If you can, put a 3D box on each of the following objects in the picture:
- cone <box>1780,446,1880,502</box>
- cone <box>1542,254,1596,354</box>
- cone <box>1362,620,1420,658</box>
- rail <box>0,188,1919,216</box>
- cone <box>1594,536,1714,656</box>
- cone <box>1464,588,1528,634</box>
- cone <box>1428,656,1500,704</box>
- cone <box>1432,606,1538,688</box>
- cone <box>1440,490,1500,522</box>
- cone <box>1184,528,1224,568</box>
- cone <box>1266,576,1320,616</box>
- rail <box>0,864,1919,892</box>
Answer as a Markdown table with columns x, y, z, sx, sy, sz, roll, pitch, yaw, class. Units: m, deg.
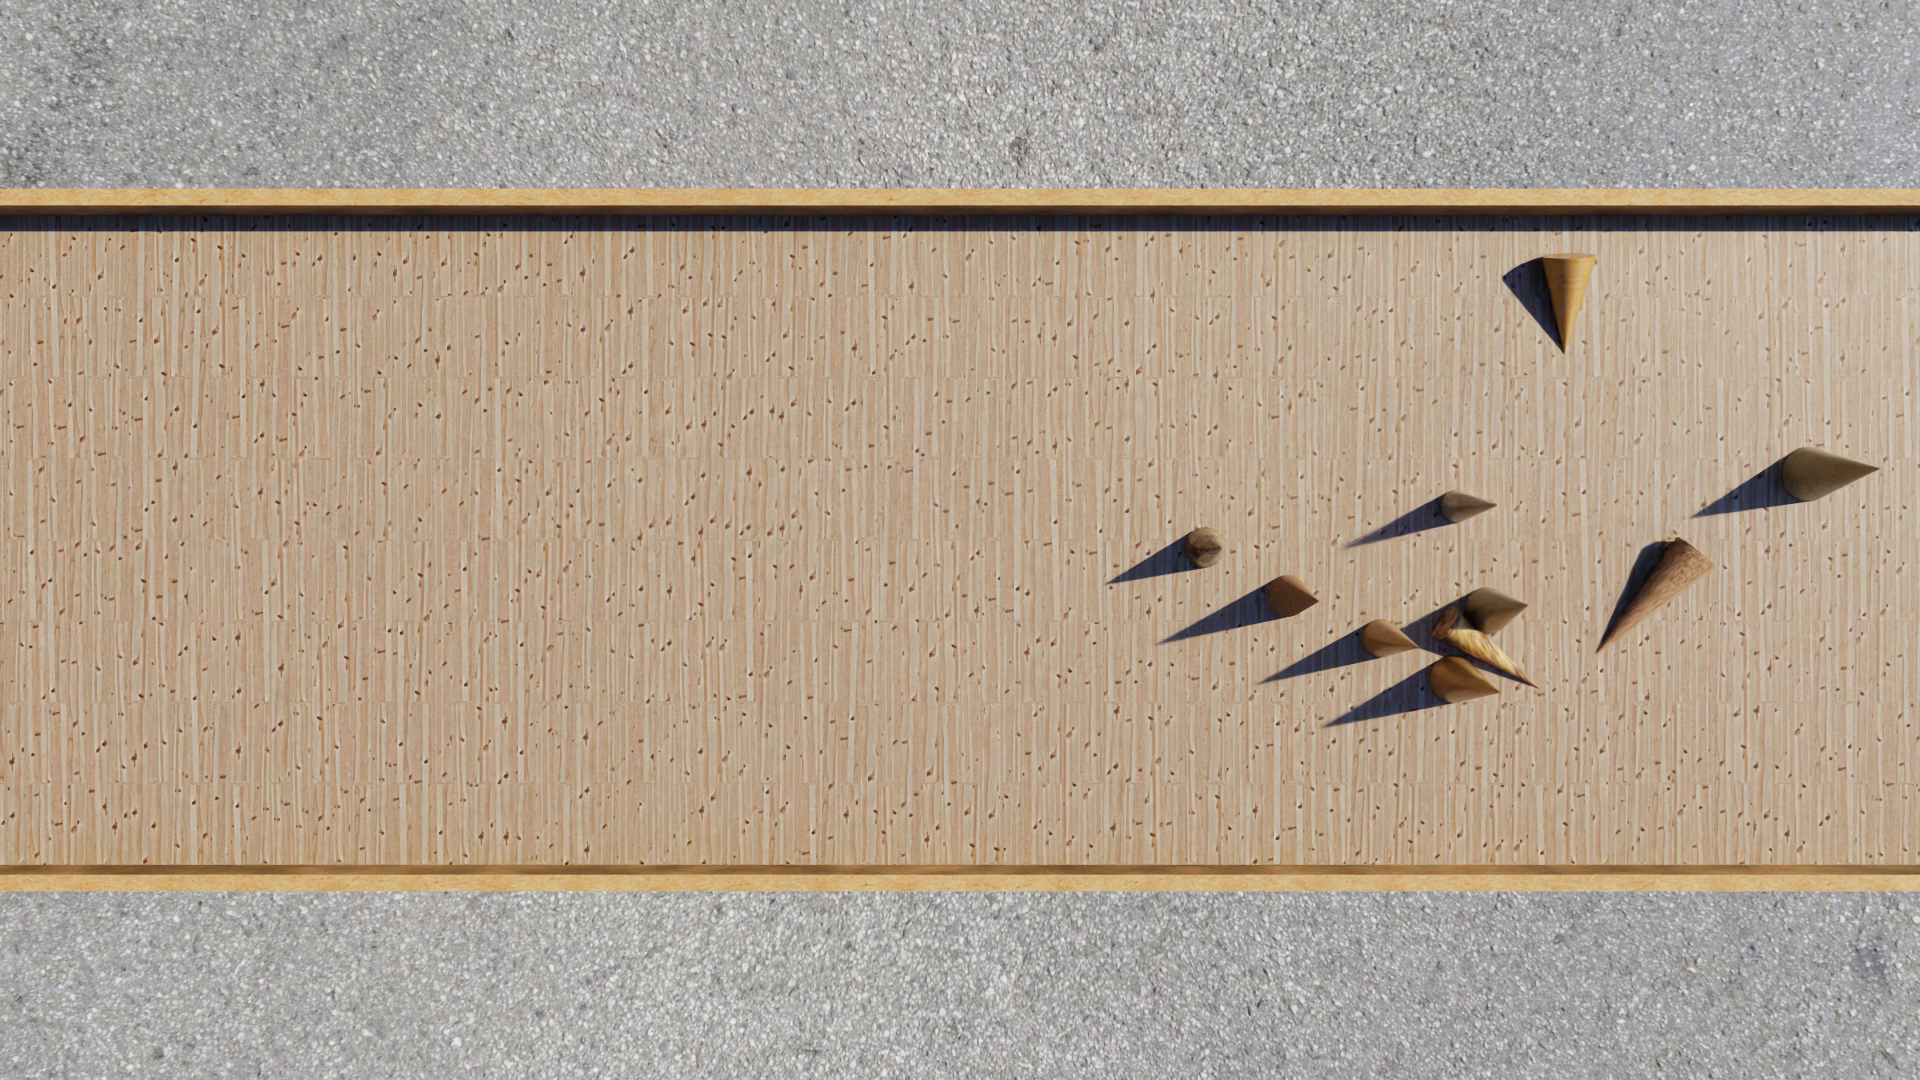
| x | y | z | sx | sy | sz | roll | pitch | yaw | class |
| --- | --- | --- | --- | --- | --- | --- | --- | --- | --- |
| 2.609 | -0.203 | 4.874 | 0.169 | 0.404 | 0.169 | 0 | 90 | 0 | cone |
| 1.853 | -0.715 | 5.038 | 0.160 | 0.160 | 0.304 | -3 | 105 | 0 | cone |
| 1.295 | 0.303 | 4.861 | 0.119 | 0.430 | 0.119 | 0 | 90 | 0 | cone |
| -2.247 | -1.025 | 5.002 | 12.000 | 0.150 | 0.050 | 0 | 90 | 0 | rail |
| 2.091 | 0.196 | 5.043 | 0.135 | 0.135 | 0.433 | 41 | 99 | 0 | cone |
| 1.621 | 0.201 | 4.886 | 0.145 | 0.371 | 0.145 | 0 | 85 | 0 | cone |
| 1.517 | 0.428 | 4.849 | 0.148 | 0.455 | 0.148 | 0 | 90 | 0 | cone |
| 1.634 | 0.356 | 5.048 | 0.386 | 0.113 | 0.113 | 34 | 90 | -8 | cone |
| 1.526 | -0.101 | 4.875 | 0.101 | 0.401 | 0.101 | 0 | 91 | 0 | cone |
| 0.752 | 0.023 | 4.903 | 0.127 | 0.346 | 0.127 | 0 | 90 | 0 | cone |
| 1.008 | 0.172 | 4.850 | 0.129 | 0.454 | 0.129 | 0 | 90 | 0 | cone |
| -2.247 | 1.025 | 5.001 | 12.000 | 0.150 | 0.050 | 0 | 90 | 0 | rail |
